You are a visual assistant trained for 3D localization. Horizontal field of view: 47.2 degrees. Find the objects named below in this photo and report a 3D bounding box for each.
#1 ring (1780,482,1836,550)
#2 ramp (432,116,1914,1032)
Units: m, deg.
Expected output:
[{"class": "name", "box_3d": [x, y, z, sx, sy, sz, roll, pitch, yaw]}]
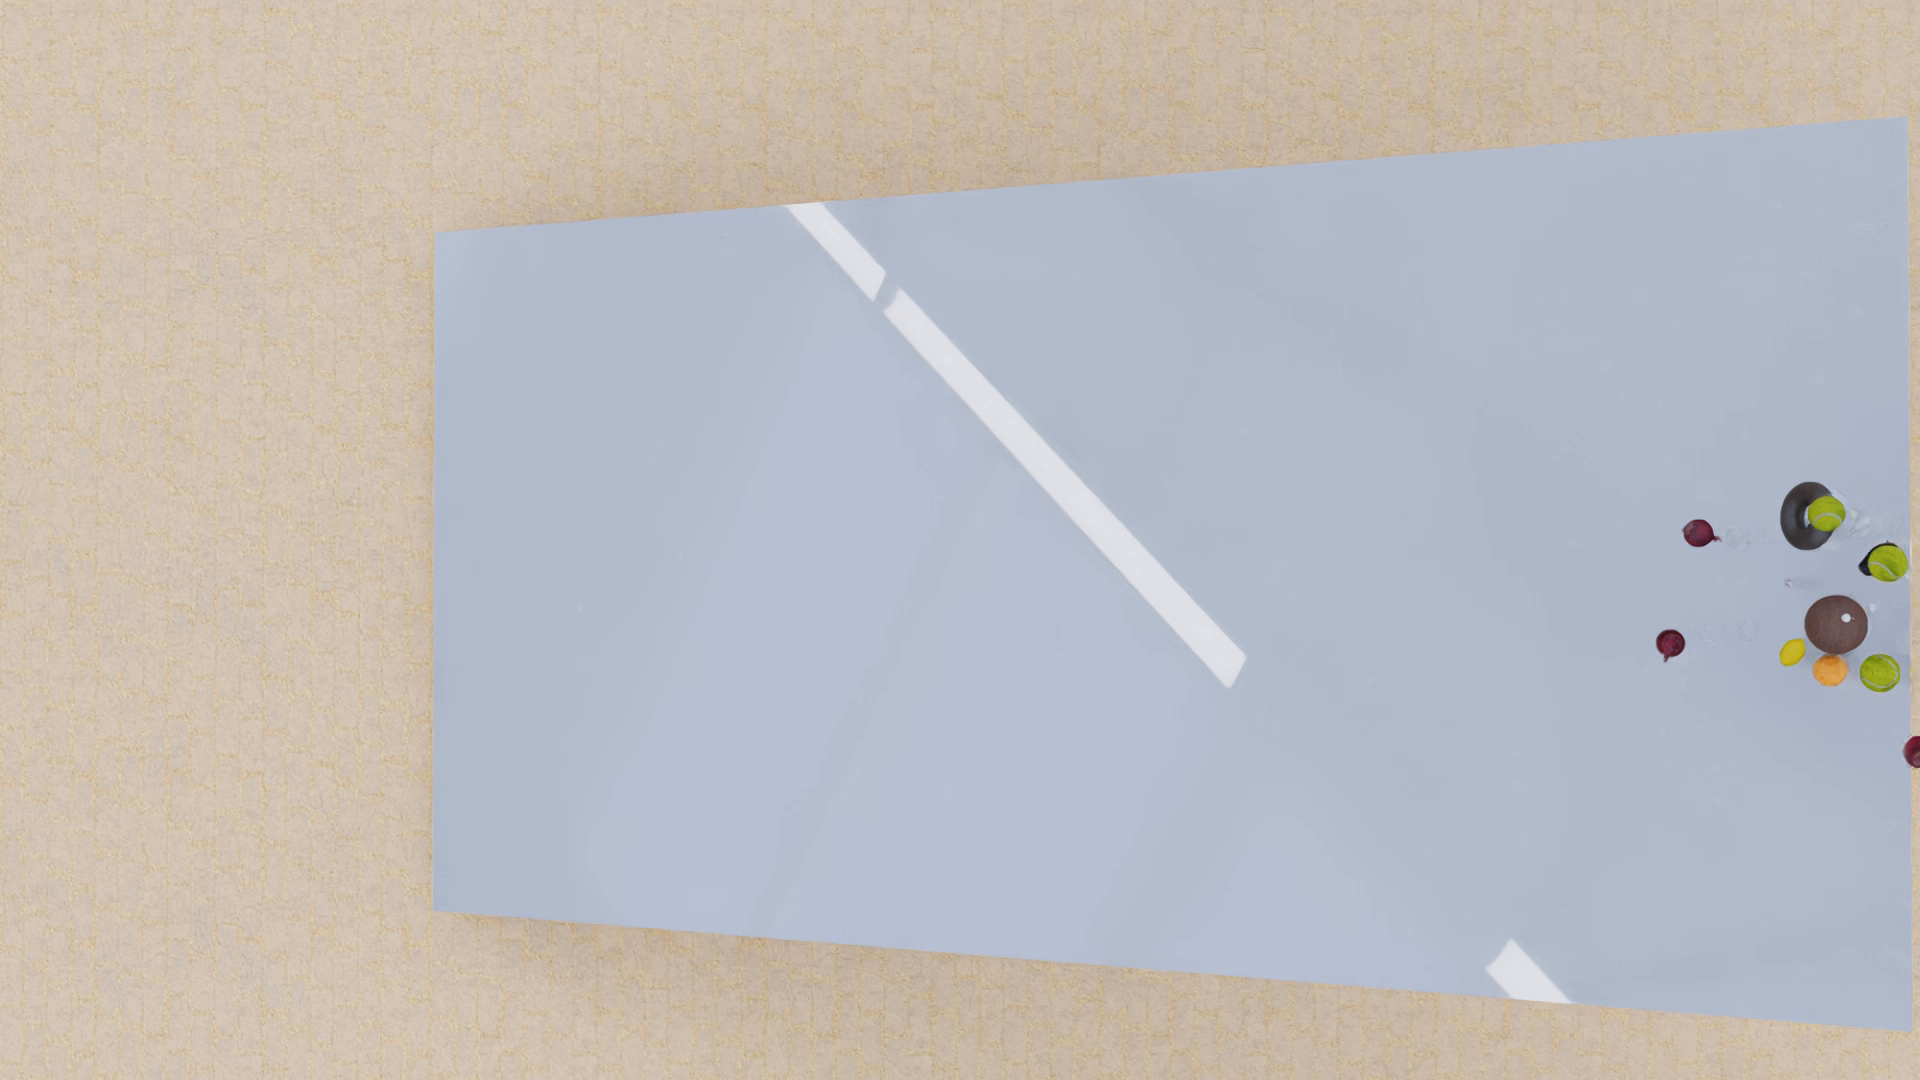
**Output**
[{"class": "ring", "box_3d": [1.797, -0.051, 4.659, 0.049, 0.148, 0.148, 5, 89, -19]}, {"class": "ramp", "box_3d": [0.282, 0.082, 5.692, 4.000, 0.100, 2.000, 0, 89, 25]}]
